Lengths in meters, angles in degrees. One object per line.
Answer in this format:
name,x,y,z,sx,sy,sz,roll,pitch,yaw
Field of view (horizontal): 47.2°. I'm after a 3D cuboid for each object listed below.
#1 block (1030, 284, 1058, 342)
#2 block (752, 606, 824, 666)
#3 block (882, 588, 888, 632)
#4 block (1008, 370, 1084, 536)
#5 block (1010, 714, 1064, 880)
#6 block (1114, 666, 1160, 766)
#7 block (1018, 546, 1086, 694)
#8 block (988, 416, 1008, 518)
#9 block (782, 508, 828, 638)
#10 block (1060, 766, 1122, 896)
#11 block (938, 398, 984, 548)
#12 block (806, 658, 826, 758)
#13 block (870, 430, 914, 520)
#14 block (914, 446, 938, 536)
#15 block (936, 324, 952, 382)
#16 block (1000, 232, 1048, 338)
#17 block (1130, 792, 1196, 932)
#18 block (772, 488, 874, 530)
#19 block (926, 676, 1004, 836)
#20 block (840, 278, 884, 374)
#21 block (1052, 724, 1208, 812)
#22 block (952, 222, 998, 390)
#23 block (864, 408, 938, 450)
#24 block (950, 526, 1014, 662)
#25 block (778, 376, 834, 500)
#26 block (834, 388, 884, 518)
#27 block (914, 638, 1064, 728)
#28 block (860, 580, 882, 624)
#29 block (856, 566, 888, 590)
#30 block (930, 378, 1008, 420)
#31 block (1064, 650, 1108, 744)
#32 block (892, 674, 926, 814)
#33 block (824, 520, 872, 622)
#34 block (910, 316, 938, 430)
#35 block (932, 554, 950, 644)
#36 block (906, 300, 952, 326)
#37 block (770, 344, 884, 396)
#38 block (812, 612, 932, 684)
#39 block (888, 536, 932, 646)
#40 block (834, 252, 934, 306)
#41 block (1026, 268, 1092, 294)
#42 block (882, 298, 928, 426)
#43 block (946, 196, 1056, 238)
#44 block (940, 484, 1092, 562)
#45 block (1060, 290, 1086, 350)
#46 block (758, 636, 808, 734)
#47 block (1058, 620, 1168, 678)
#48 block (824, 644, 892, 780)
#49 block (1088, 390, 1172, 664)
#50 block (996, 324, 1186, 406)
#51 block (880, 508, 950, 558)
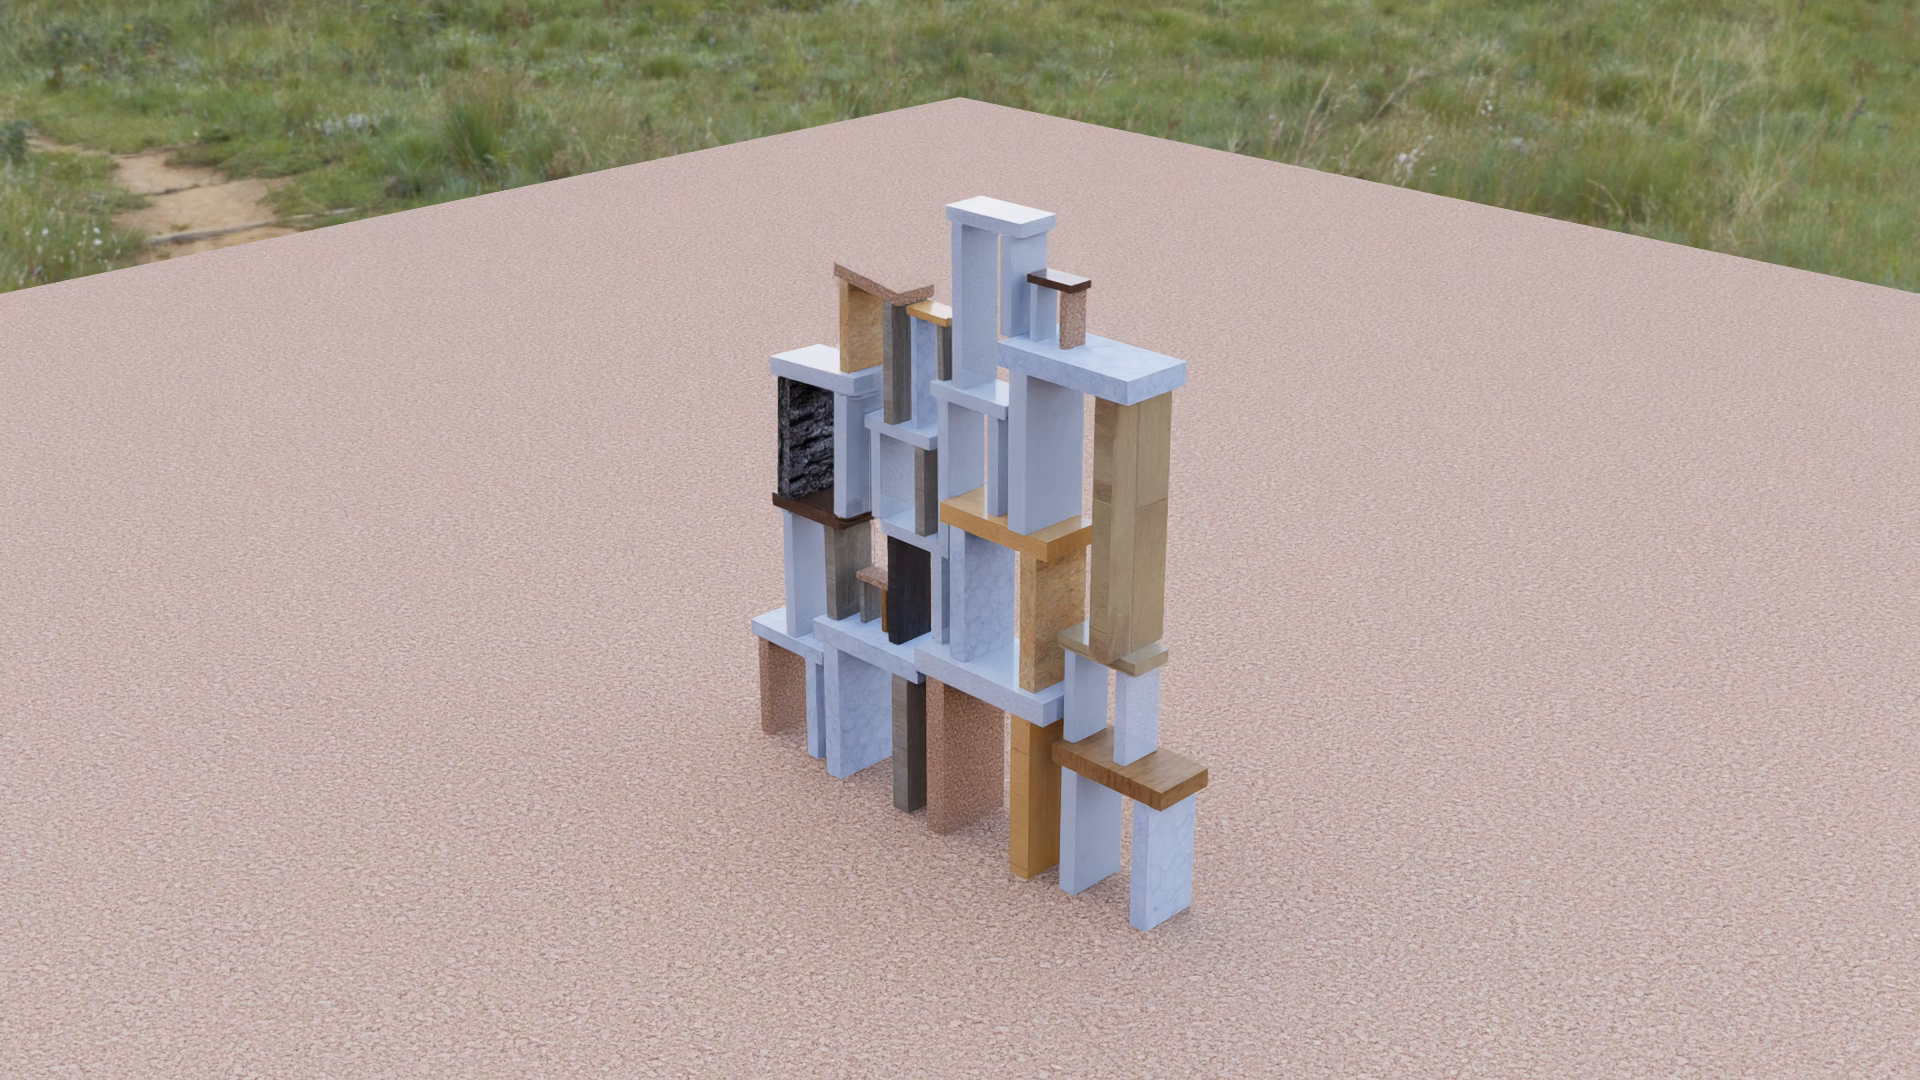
block,0.148,-0.408,3.889,0.052,0.104,0.015,-21,31,-41
block,-0.326,0.199,4.667,0.228,0.032,0.114,21,31,41
block,-0.137,0.135,4.434,0.013,0.095,0.047,21,31,40
block,0.156,-0.176,3.980,0.043,0.307,0.153,21,31,41
block,0.173,0.465,4.227,0.048,0.342,0.171,21,31,41
block,0.323,0.311,4.013,0.026,0.186,0.093,21,31,41
block,0.173,0.135,4.091,0.039,0.274,0.137,21,31,41
block,0.094,-0.149,4.060,0.028,0.194,0.097,21,31,40
block,-0.318,0.055,4.593,0.029,0.291,0.102,21,31,41
block,0.249,0.529,4.174,0.038,0.265,0.133,21,31,41
block,0.002,-0.138,4.164,0.097,0.294,0.028,-21,31,-40
block,-0.272,0.340,4.668,0.032,0.228,0.114,21,31,41
block,-0.131,-0.139,4.308,0.091,0.182,0.026,-21,31,-40
block,-0.045,-0.105,4.229,0.026,0.182,0.091,21,31,40
block,-0.017,-0.354,4.084,0.054,0.109,0.015,-23,32,-39
block,0.113,-0.461,3.911,0.092,0.184,0.026,-21,31,-41
block,0.375,0.578,4.059,0.038,0.266,0.133,21,31,41
block,-0.276,-0.072,4.480,0.204,0.029,0.102,21,30,41
block,0.012,0.402,4.375,0.048,0.342,0.171,21,31,41
block,-0.190,-0.420,4.246,0.091,0.183,0.026,-19,30,-39
block,0.312,0.414,4.057,0.265,0.038,0.133,21,31,41
block,0.027,-0.434,4.012,0.092,0.313,0.026,-22,31,-40
block,-0.089,-0.218,4.228,0.091,0.026,0.182,-21,31,-40
block,0.043,0.085,4.210,0.039,0.274,0.137,21,31,41
block,-0.309,-0.219,4.460,0.128,0.256,0.036,-19,31,-41
block,-0.189,-0.181,4.344,0.128,0.256,0.036,-20,32,-40
block,0.092,0.254,4.225,0.342,0.048,0.171,21,31,41
block,-0.182,0.118,4.474,0.013,0.095,0.047,21,31,40
block,-0.159,0.077,4.433,0.095,0.013,0.047,21,31,40
block,0.047,-0.268,4.057,0.097,0.028,0.194,-21,31,-40
block,0.235,0.277,4.093,0.026,0.186,0.093,21,31,41
block,-0.067,0.389,4.457,0.043,0.303,0.152,21,31,41
block,-0.227,0.054,4.483,0.029,0.204,0.102,21,31,40
block,-0.067,-0.322,4.155,0.054,0.223,0.015,-21,31,-40
block,-0.012,0.101,4.284,0.094,0.187,0.027,-21,31,-40
block,-0.043,-0.421,4.083,0.054,0.015,0.109,-21,31,-37
block,-0.245,-0.336,4.345,0.128,0.036,0.256,-19,25,-40
block,-0.139,0.201,4.454,0.303,0.043,0.152,21,31,40
block,-0.100,0.087,4.373,0.027,0.231,0.094,21,31,40
block,-0.145,-0.494,4.168,0.091,0.026,0.183,-21,39,-40
block,0.173,-0.453,3.843,0.104,0.015,0.052,21,31,40
block,-0.104,-0.346,4.187,0.091,0.242,0.026,-21,31,-40
block,0.072,-0.575,3.910,0.184,0.026,0.092,21,31,40
block,0.108,-0.034,4.089,0.274,0.039,0.137,21,31,41
block,0.197,-0.389,3.844,0.052,0.104,0.015,-21,31,-41
block,-0.379,0.298,4.767,0.032,0.228,0.114,21,31,41
block,0.279,0.196,4.012,0.093,0.026,0.186,-21,31,-41
block,-0.210,0.333,4.588,0.152,0.303,0.043,-21,31,-41
block,0.300,-0.033,3.884,0.153,0.495,0.043,-21,31,-40
block,0.228,-0.309,3.845,0.153,0.043,0.307,-21,31,-41
block,-0.056,-0.015,4.282,0.187,0.027,0.094,21,31,41
